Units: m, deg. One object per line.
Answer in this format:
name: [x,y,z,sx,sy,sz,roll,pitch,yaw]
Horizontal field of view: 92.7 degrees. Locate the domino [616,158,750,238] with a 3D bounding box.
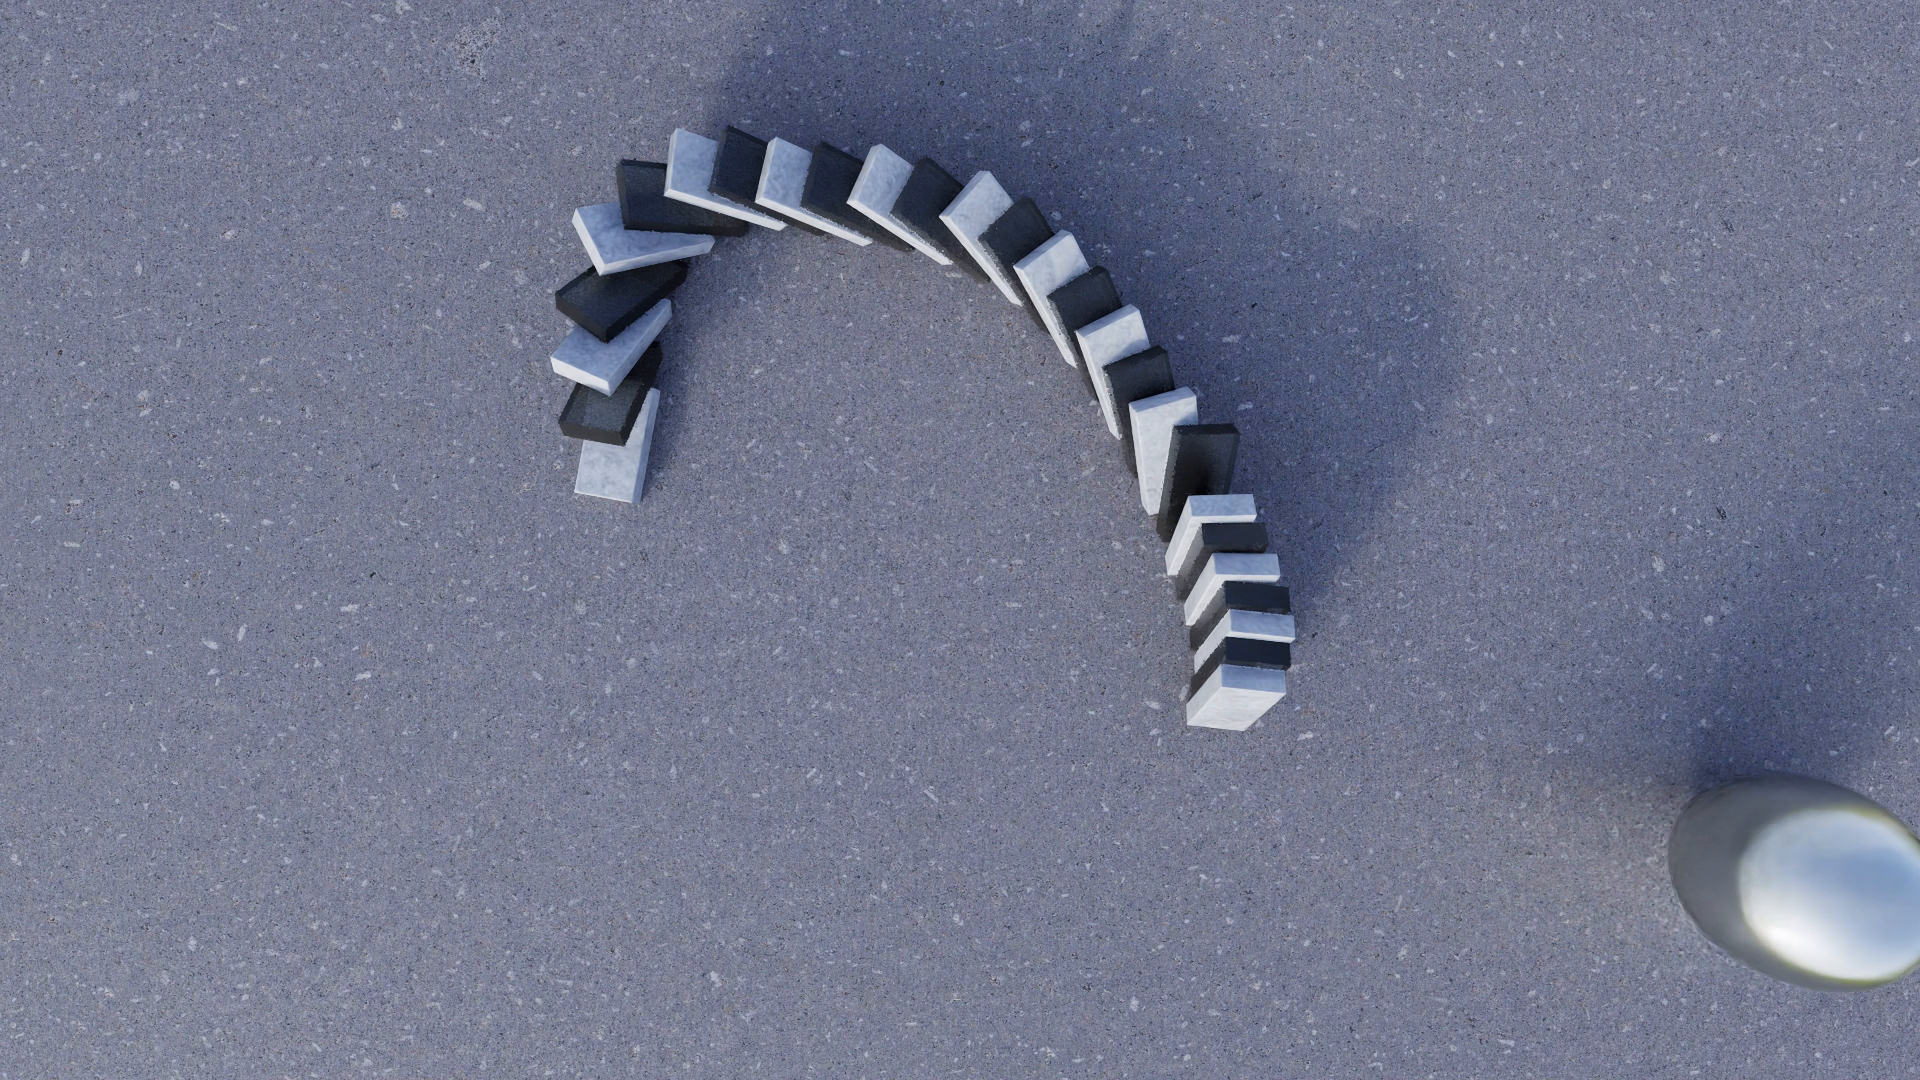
domino: [-0.115,-0.142,0.382,0.050,0.010,0.025,-8,89,-34]

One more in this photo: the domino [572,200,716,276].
domino: [-0.131,-0.129,0.382,0.050,0.009,0.025,-27,90,-35]

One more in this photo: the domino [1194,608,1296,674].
domino: [0.115,0.044,0.376,0.025,0.050,0.010,6,62,0]

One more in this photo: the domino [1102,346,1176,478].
domino: [0.078,-0.053,0.383,0.025,0.010,0.050,-22,122,0]

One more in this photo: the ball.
ball: [0.329,0.133,0.360,0.080,0.080,0.080,0,90,0]

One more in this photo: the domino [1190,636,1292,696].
domino: [0.114,0.055,0.376,0.025,0.050,0.009,6,62,0]

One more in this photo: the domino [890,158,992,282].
domino: [-0.002,-0.133,0.383,0.050,0.009,0.025,29,90,-33]

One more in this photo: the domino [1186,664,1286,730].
domino: [0.112,0.065,0.376,0.025,0.050,0.010,6,62,0]

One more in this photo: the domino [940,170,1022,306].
domino: [0.017,-0.125,0.382,0.025,0.009,0.050,-48,123,-1]

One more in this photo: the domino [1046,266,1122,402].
domino: [0.058,-0.085,0.383,0.025,0.010,0.050,-31,122,0]

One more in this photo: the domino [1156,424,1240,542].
domino: [0.098,-0.023,0.381,0.025,0.010,0.050,-3,122,-8]

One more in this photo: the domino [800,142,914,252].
domino: [-0.039,-0.142,0.383,0.050,0.010,0.025,14,90,-32]

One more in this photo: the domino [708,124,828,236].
domino: [-0.077,-0.149,0.382,0.050,0.010,0.025,14,88,-32]

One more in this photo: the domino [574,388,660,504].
domino: [-0.148,-0.043,0.395,0.025,0.010,0.050,10,90,0]

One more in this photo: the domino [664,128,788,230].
domino: [-0.096,-0.150,0.382,0.050,0.010,0.025,7,88,-32]

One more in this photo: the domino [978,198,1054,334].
domino: [0.032,-0.114,0.382,0.025,0.010,0.050,-42,122,-1]

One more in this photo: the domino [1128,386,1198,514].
domino: [0.087,-0.037,0.382,0.025,0.009,0.050,-16,124,-1]

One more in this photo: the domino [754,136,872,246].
domino: [-0.058,-0.145,0.383,0.050,0.009,0.025,13,90,-32]

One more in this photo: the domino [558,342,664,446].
domino: [-0.145,-0.064,0.382,0.025,0.010,0.050,10,58,0]

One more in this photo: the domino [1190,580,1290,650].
domino: [0.114,0.033,0.376,0.025,0.050,0.009,6,62,0]

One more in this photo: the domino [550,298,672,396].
domino: [-0.145,-0.085,0.383,0.025,0.010,0.050,24,59,0]

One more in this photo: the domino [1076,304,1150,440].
domino: [0.069,-0.070,0.383,0.025,0.010,0.050,-26,122,0]

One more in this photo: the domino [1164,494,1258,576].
domino: [0.102,-0.001,0.376,0.025,0.050,0.010,-2,61,0]

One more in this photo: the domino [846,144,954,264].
domino: [-0.020,-0.139,0.383,0.050,0.010,0.025,24,90,-33]

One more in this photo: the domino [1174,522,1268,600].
domino: [0.106,0.010,0.376,0.025,0.050,0.010,-1,61,0]

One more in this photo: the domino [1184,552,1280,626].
domino: [0.110,0.021,0.376,0.025,0.050,0.010,1,62,0]

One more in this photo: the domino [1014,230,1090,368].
domino: [0.046,-0.100,0.383,0.025,0.010,0.050,-37,122,-1]

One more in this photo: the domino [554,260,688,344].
domino: [-0.140,-0.106,0.382,0.025,0.010,0.050,36,57,0]
